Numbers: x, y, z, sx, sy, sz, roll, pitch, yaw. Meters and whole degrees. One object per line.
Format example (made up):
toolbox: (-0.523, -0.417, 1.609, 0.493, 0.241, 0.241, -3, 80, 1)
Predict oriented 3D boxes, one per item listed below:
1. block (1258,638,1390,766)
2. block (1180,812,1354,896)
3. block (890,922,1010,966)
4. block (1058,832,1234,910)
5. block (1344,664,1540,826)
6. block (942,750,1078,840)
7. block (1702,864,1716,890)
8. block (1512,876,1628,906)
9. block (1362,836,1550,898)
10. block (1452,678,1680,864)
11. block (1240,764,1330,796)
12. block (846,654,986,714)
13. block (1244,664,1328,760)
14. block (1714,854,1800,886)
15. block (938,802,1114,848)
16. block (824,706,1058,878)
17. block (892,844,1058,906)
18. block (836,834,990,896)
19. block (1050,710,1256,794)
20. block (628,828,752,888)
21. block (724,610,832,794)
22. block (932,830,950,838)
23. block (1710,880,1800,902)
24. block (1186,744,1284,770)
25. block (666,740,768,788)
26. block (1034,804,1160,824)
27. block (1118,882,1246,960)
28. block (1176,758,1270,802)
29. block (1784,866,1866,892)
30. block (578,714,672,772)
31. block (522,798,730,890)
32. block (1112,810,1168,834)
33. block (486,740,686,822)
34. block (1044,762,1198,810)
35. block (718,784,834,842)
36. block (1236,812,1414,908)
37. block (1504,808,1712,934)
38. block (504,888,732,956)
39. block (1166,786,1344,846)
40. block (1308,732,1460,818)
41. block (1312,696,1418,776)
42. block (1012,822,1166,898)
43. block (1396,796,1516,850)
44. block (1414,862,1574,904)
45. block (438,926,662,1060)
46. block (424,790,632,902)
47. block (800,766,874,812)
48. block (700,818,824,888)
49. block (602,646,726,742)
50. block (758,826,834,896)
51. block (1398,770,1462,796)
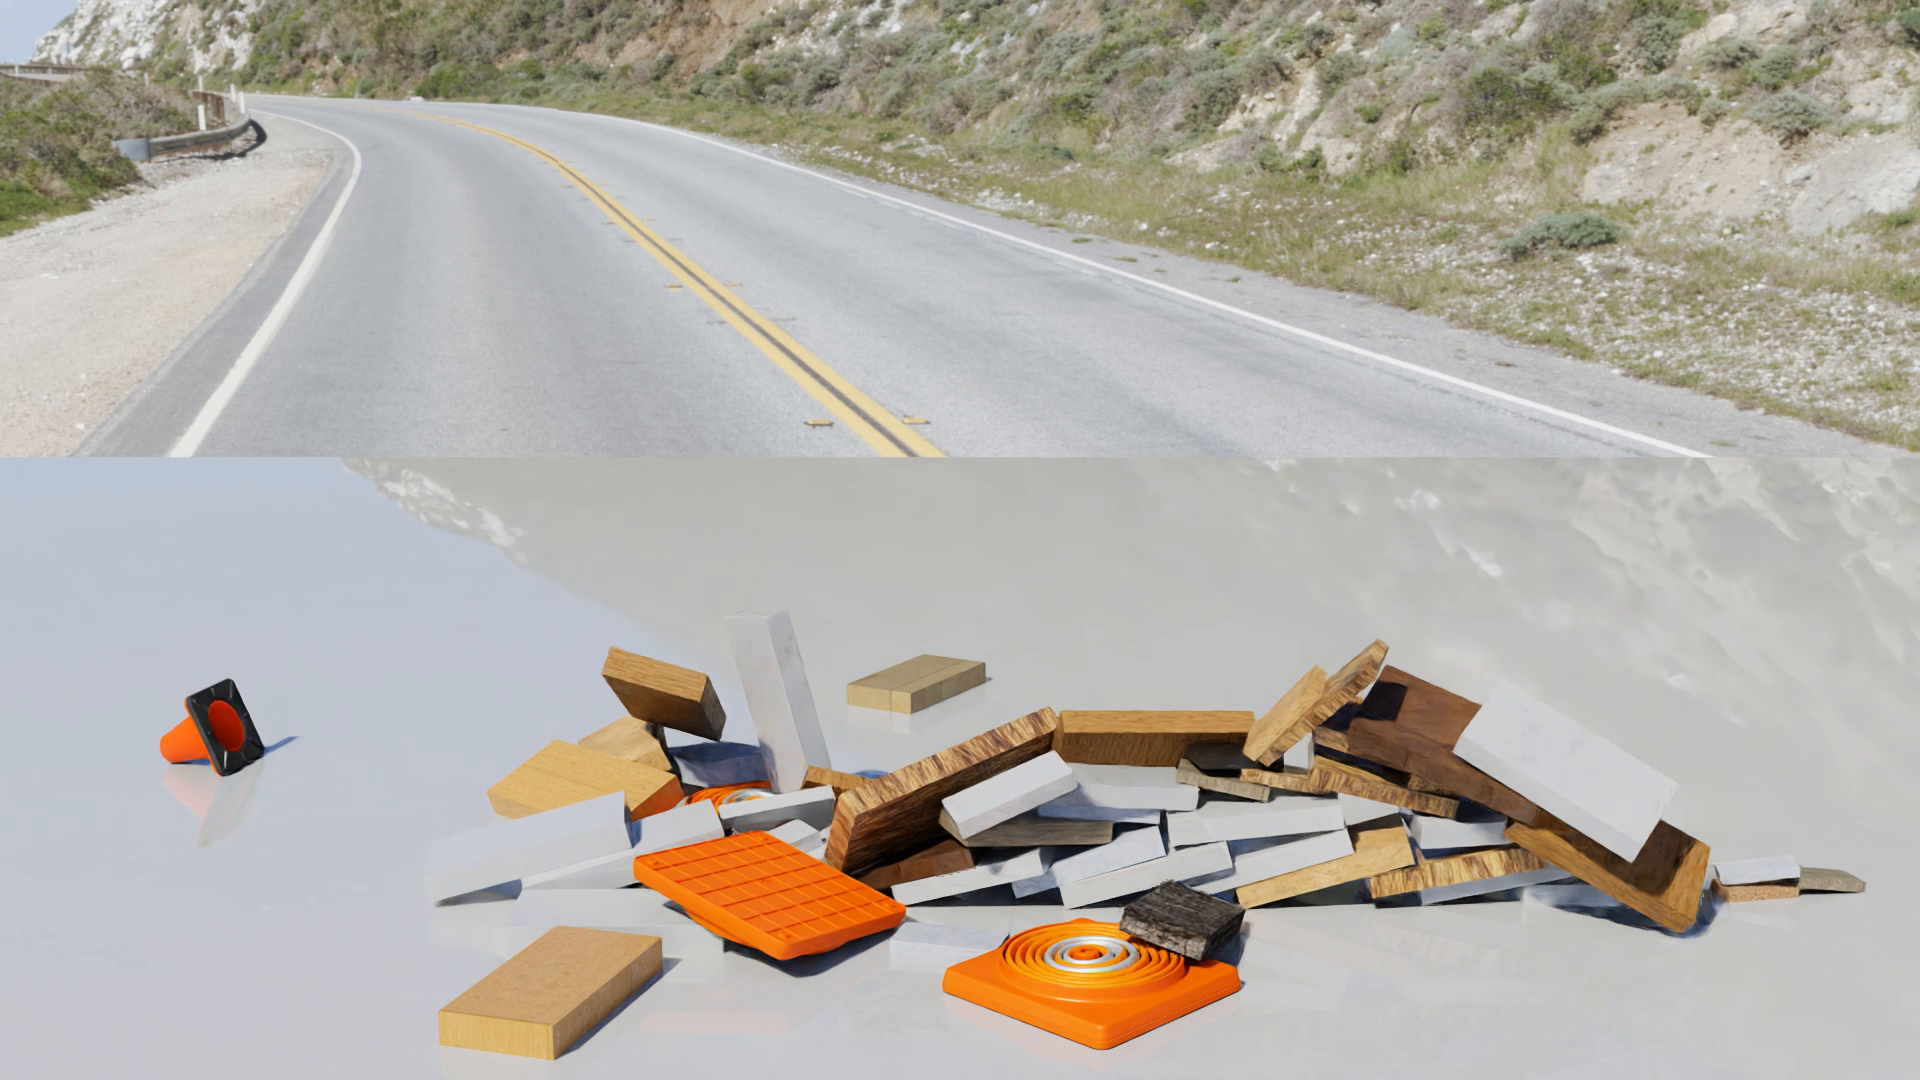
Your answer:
block: (0.583, 0.264, 3.545, 0.024, 0.290, 0.085, 39, 44, -3)
block: (0.504, 0.517, 3.639, 0.282, 0.040, 0.141, -18, 9, 8)
block: (-0.015, 0.626, 3.411, 0.170, 0.024, 0.085, 3, 11, 16)
block: (0.307, 0.535, 3.642, 0.282, 0.040, 0.141, -15, 9, 7)
block: (0.792, 0.324, 3.508, 0.314, 0.044, 0.157, 24, 45, 18)
block: (0.079, 0.407, 3.527, 0.203, 0.029, 0.101, -23, 20, -8)
block: (1.114, 0.515, 3.669, 0.253, 0.036, 0.126, 15, 10, -6)
block: (1.052, 0.572, 3.667, 0.253, 0.036, 0.126, 0, 11, 1)
block: (0.809, 0.524, 3.635, 0.289, 0.041, 0.144, -10, 10, 2)
block: (0.945, 0.356, 3.429, 0.314, 0.044, 0.157, 32, 48, 18)
block: (0.542, 0.392, 3.645, 0.146, 0.021, 0.073, 9, 11, 12)
block: (-0.096, 0.324, 4.974, 0.166, 0.047, 0.331, 6, 12, 30)
block: (0.533, 0.283, 3.605, 0.024, 0.169, 0.085, 39, 29, -3)
block: (1.330, 0.551, 3.671, 0.126, 0.018, 0.063, -8, 9, 11)
block: (0.108, 0.465, 3.616, 0.256, 0.036, 0.128, 2, 10, -22)
block: (-0.024, 0.419, 3.673, 0.429, 0.167, 0.047, -20, 54, -32)
block: (0.025, 0.541, 3.631, 0.256, 0.036, 0.128, -15, 7, 15)
block: (-0.076, 0.533, 3.650, 0.237, 0.034, 0.118, -15, 7, 17)
block: (0.322, 0.362, 3.737, 0.335, 0.167, 0.047, 1, 45, -11)
block: (-0.455, 0.544, 3.680, 0.199, 0.028, 0.099, -21, 14, -16)
block: (-0.322, 0.291, 3.945, 0.047, 0.335, 0.167, -19, 8, -31)
block: (0.021, 0.526, 3.765, 0.193, 0.024, 0.085, 5, 52, -2)
block: (1.324, 0.581, 3.667, 0.126, 0.018, 0.063, -2, 11, -10)
block: (0.457, 0.360, 3.657, 0.146, 0.021, 0.073, 1, 11, -17)
block: (-0.470, 0.430, 4.238, 0.166, 0.047, 0.331, -6, 1, -28)
block: (0.224, 0.436, 3.654, 0.203, 0.029, 0.101, 5, 9, -6)
block: (0.345, 0.583, 3.382, 0.130, 0.037, 0.289, 18, 5, 18)
block: (0.438, 0.398, 3.653, 0.154, 0.021, 0.073, 12, 12, 8)
block: (1.444, 0.568, 3.687, 0.126, 0.018, 0.063, 6, 9, -14)
block: (-0.657, 0.417, 4.288, 0.166, 0.047, 0.331, -27, 14, -5)
block: (-0.564, 0.526, 3.675, 0.336, 0.048, 0.168, -16, 14, -10)
block: (0.251, 0.486, 3.869, 0.259, 0.130, 0.037, 1, 9, 5)
block: (-0.688, 0.466, 4.027, 0.353, 0.050, 0.176, 10, 36, 42)
block: (0.251, 0.407, 3.644, 0.259, 0.037, 0.130, 4, 9, -13)
block: (-0.317, 0.482, 3.795, 0.199, 0.099, 0.028, -9, 48, -15)
block: (0.599, 0.529, 3.638, 0.289, 0.041, 0.144, -17, 9, 9)
block: (1.031, 0.480, 3.498, 0.314, 0.044, 0.157, 29, 48, 3)
block: (-0.536, 0.602, 3.474, 0.336, 0.048, 0.168, 0, 11, -1)
block: (0.483, 0.451, 3.634, 0.282, 0.040, 0.141, -6, 10, 4)
block: (0.693, 0.384, 3.608, 0.239, 0.034, 0.120, 13, 26, 1)
block: (0.701, 0.320, 3.576, 0.239, 0.034, 0.120, 17, 31, 11)
block: (0.209, 0.522, 3.648, 0.256, 0.036, 0.128, -17, 9, 4)
block: (0.882, 0.448, 3.621, 0.289, 0.041, 0.144, -3, 20, -4)
block: (0.879, 0.546, 3.661, 0.253, 0.036, 0.126, -11, 10, 1)
block: (-0.588, 0.652, 3.196, 0.176, 0.050, 0.353, 3, 11, 17)
block: (-0.720, 0.511, 3.684, 0.336, 0.048, 0.168, -15, 13, -5)
block: (-0.165, 0.468, 3.860, 0.237, 0.118, 0.034, 13, 45, -8)
block: (-0.340, 0.532, 3.710, 0.199, 0.028, 0.099, -22, 14, -21)
block: (-0.537, 0.289, 4.044, 0.176, 0.050, 0.509, 16, -13, 1)
block: (-0.219, 0.525, 3.724, 0.237, 0.034, 0.118, -23, 15, -25)
block: (0.835, 0.375, 3.611, 0.239, 0.034, 0.120, 8, 26, -9)
